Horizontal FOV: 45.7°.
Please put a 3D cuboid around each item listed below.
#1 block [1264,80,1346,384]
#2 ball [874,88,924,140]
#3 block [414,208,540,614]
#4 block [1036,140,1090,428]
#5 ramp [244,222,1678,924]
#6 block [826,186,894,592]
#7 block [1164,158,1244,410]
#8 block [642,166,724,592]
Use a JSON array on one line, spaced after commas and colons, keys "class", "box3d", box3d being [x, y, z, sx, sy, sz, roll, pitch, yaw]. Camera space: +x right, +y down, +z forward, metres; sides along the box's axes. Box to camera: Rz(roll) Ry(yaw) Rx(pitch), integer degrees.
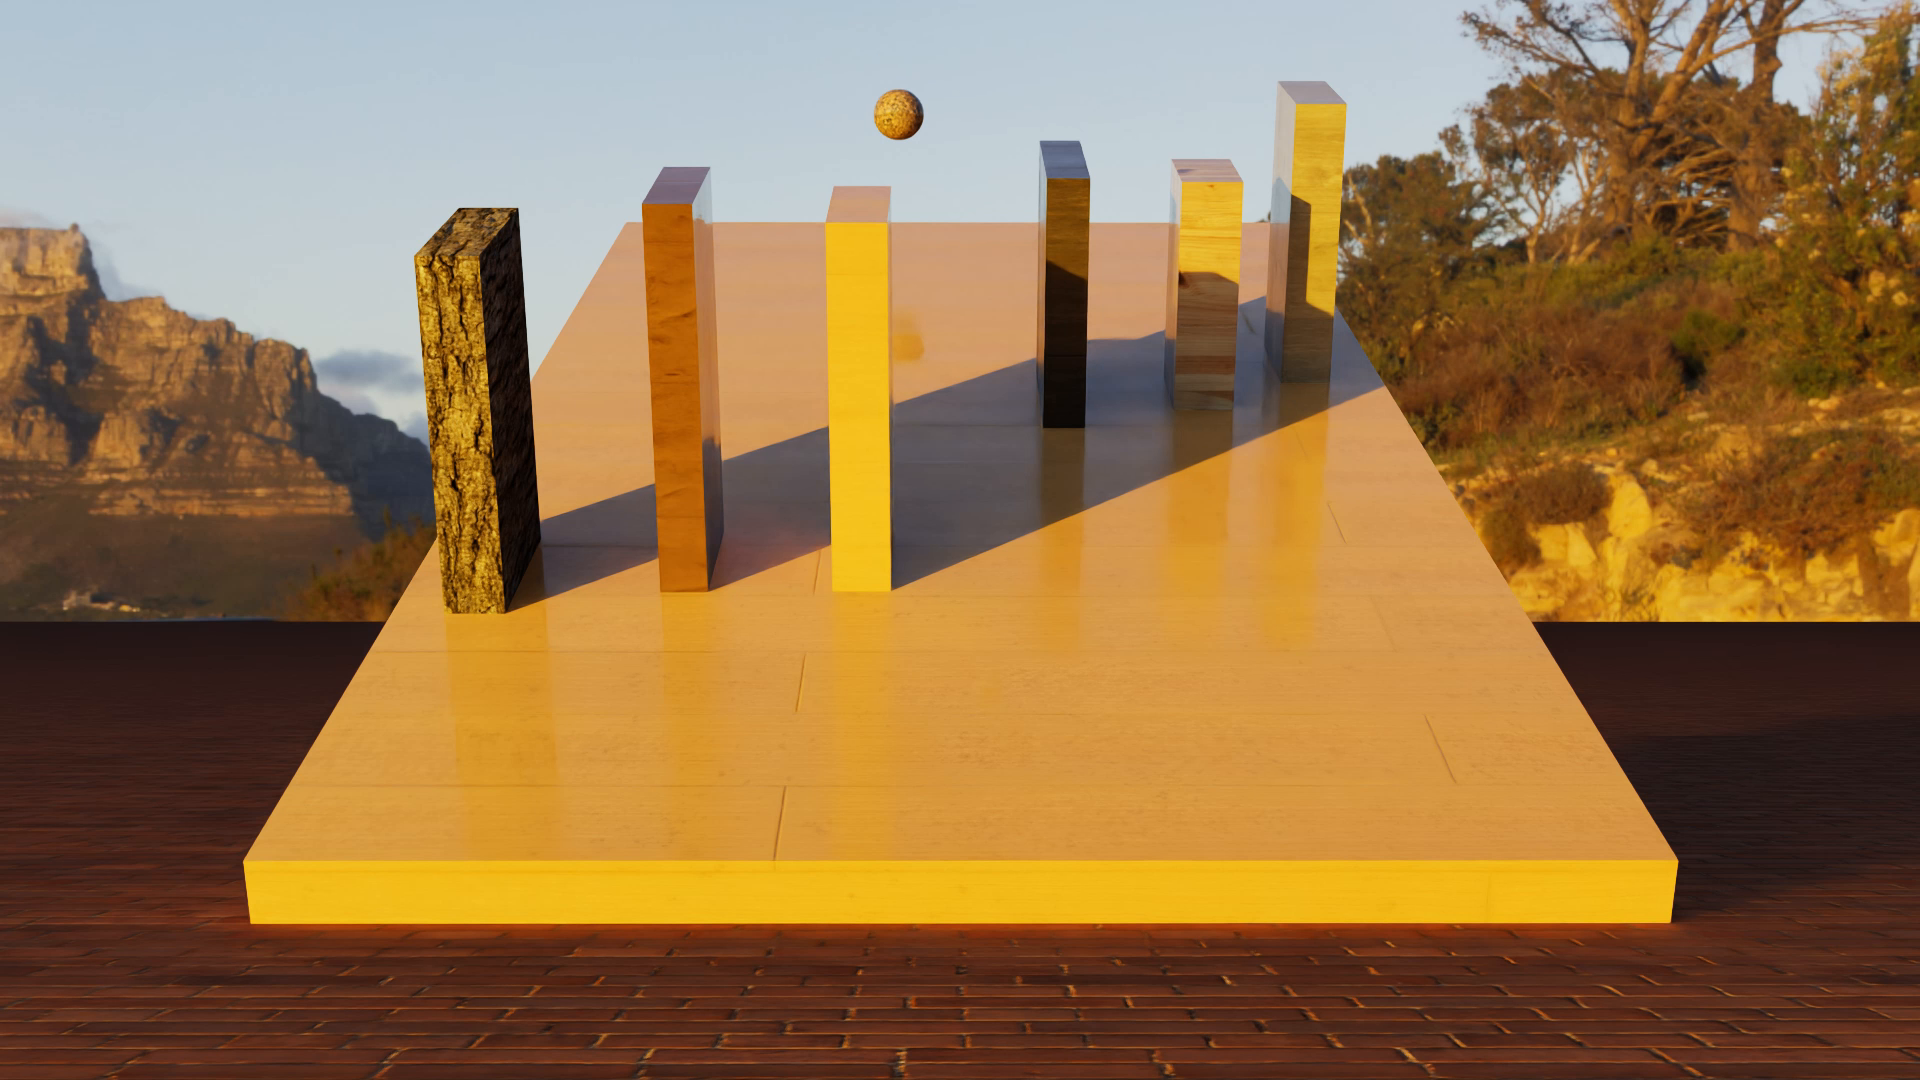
[{"class": "block", "box3d": [0.810, -0.728, 5.368, 0.114, 0.652, 0.314, 0, 21, 0]}, {"class": "ball", "box3d": [-0.183, -1.273, 6.807, 0.152, 0.152, 0.152, 0, -2, 0]}, {"class": "block", "box3d": [-0.855, -0.237, 4.070, 0.108, 0.643, 0.372, 0, 21, 0]}, {"class": "block", "box3d": [0.229, -0.581, 5.113, 0.092, 0.554, 0.427, 0, 21, 0]}, {"class": "ramp", "box3d": [-0.005, -0.212, 5.061, 2.000, 0.100, 4.000, 0, 21, 0]}, {"class": "block", "box3d": [-0.178, -0.277, 4.133, 0.105, 0.676, 0.301, 0, 21, 0]}, {"class": "block", "box3d": [0.549, -0.581, 5.165, 0.134, 0.519, 0.257, 0, 21, 0]}, {"class": "block", "box3d": [-0.497, -0.293, 4.127, 0.086, 0.709, 0.316, 0, 21, 0]}]
